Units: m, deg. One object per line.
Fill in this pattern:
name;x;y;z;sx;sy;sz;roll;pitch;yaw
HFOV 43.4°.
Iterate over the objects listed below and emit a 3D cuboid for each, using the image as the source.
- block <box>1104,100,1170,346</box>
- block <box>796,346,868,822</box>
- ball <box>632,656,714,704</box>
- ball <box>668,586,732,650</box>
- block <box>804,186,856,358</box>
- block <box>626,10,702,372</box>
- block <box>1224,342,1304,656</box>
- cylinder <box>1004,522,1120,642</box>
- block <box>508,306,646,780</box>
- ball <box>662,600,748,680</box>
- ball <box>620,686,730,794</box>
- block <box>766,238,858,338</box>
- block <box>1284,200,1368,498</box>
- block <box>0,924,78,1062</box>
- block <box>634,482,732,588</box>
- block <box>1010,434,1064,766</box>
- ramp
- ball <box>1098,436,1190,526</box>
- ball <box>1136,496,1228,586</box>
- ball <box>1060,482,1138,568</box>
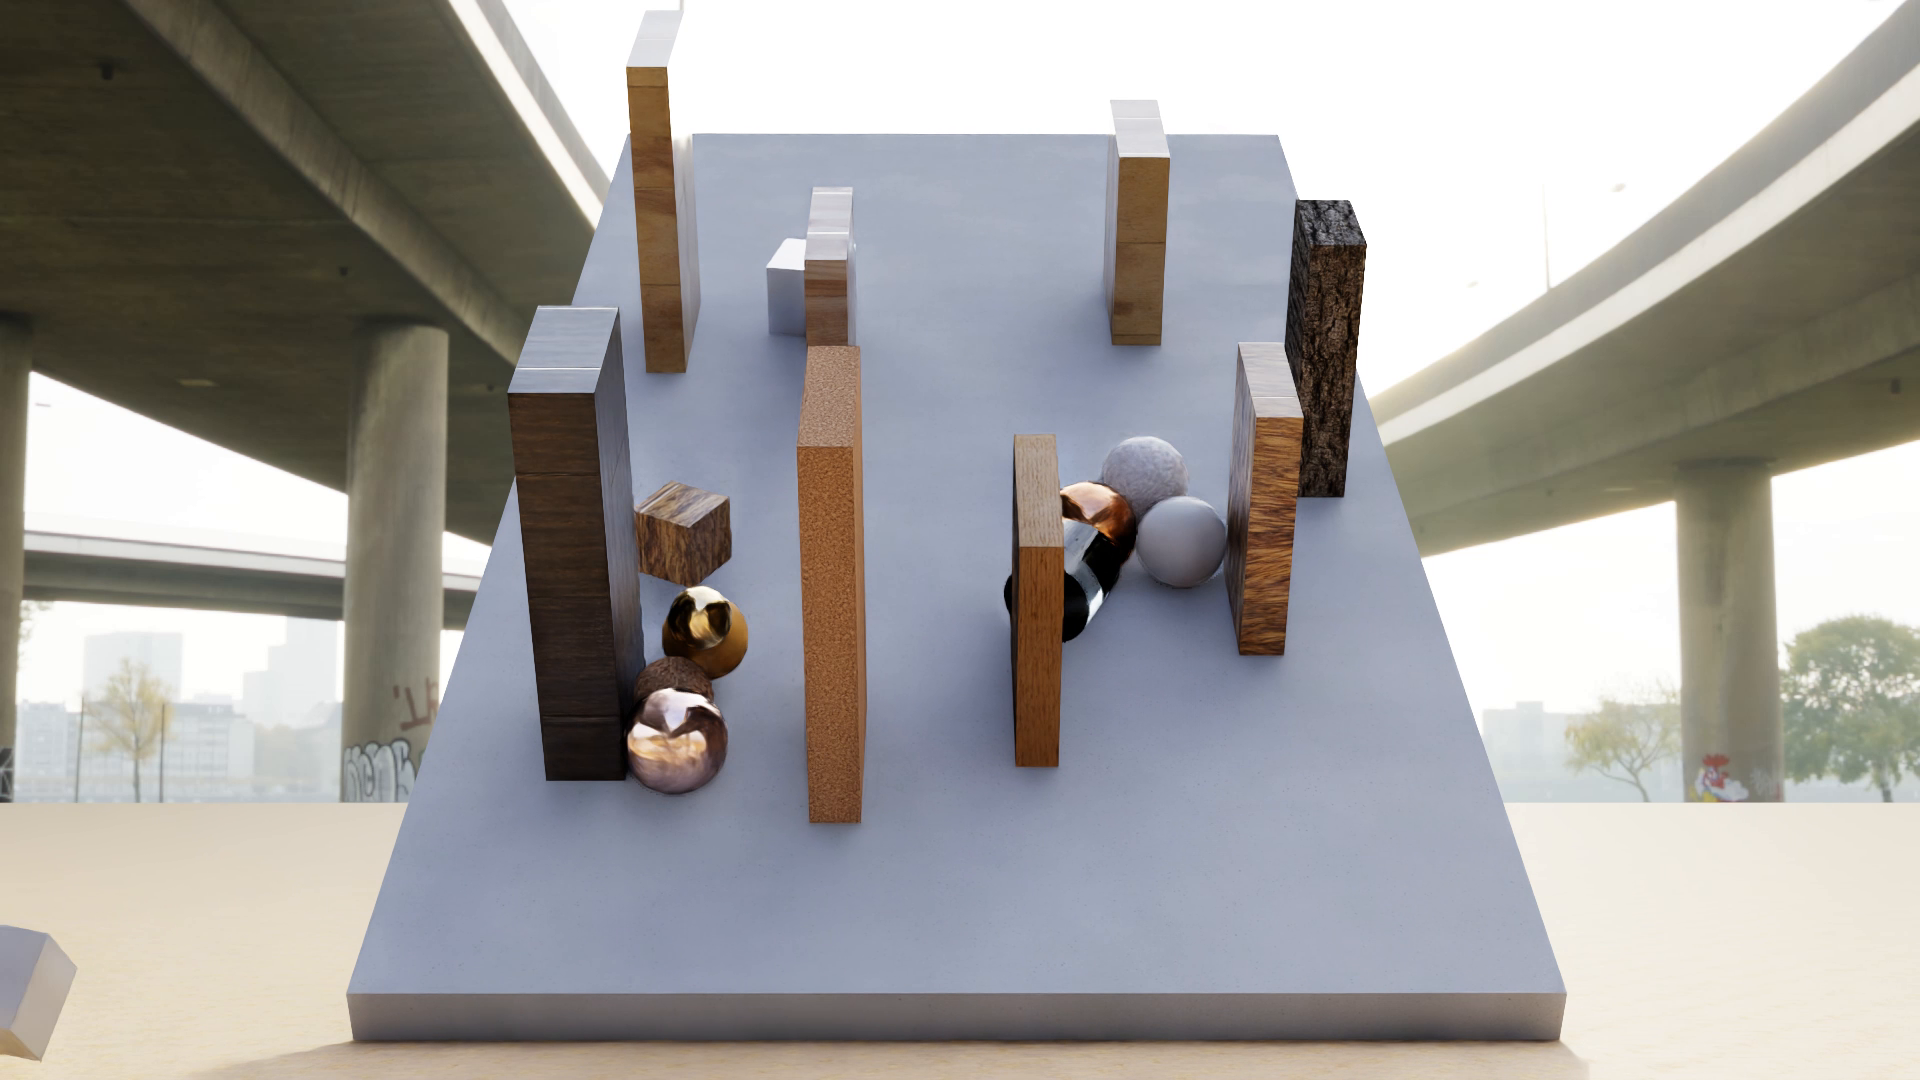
block;0.446;-0.813;6.158;0.123;0.503;0.414;0;30;0
block;-0.225;0.082;4.331;0.093;0.766;0.387;0;30;0
ball;-0.543;0.296;4.573;0.152;0.152;0.152;0;-6;0
ball;-0.490;0.147;4.554;0.120;0.120;0.120;0;-6;0
block;-0.310;-0.574;5.824;0.097;0.415;0.448;0;30;0
block;-0.725;-0.858;5.947;0.097;0.784;0.425;0;30;0
block;0.606;-0.083;4.856;0.089;0.535;0.331;0;30;0
cylinder;0.209;0.084;4.914;0.184;0.184;0.184;-3;26;28
block;-0.692;0.010;4.419;0.146;0.800;0.354;0;30;0
ball;-0.496;0.189;4.693;0.170;0.170;0.170;0;-6;0
ball;-0.520;0.366;4.406;0.197;0.197;0.197;0;-6;0
block;-0.377;-0.641;6.171;0.186;0.186;0.186;6;30;10
block;0.802;-0.425;5.375;0.121;0.611;0.257;0;30;0
block;-1.374;0.640;3.445;0.143;0.143;0.143;10;-30;4
block;-0.589;-0.012;5.114;0.148;0.148;0.148;16;33;25
block;0.144;0.110;4.577;0.080;0.475;0.432;0;30;0
ramp;-0.013;-0.211;5.711;2.000;0.100;4.000;0;30;0
ball;0.395;-0.126;5.184;0.195;0.195;0.195;0;-6;0
ball;0.465;0.002;5.053;0.190;0.190;0.190;0;-6;0
ball;0.268;-0.019;5.071;0.208;0.208;0.208;0;-6;0
